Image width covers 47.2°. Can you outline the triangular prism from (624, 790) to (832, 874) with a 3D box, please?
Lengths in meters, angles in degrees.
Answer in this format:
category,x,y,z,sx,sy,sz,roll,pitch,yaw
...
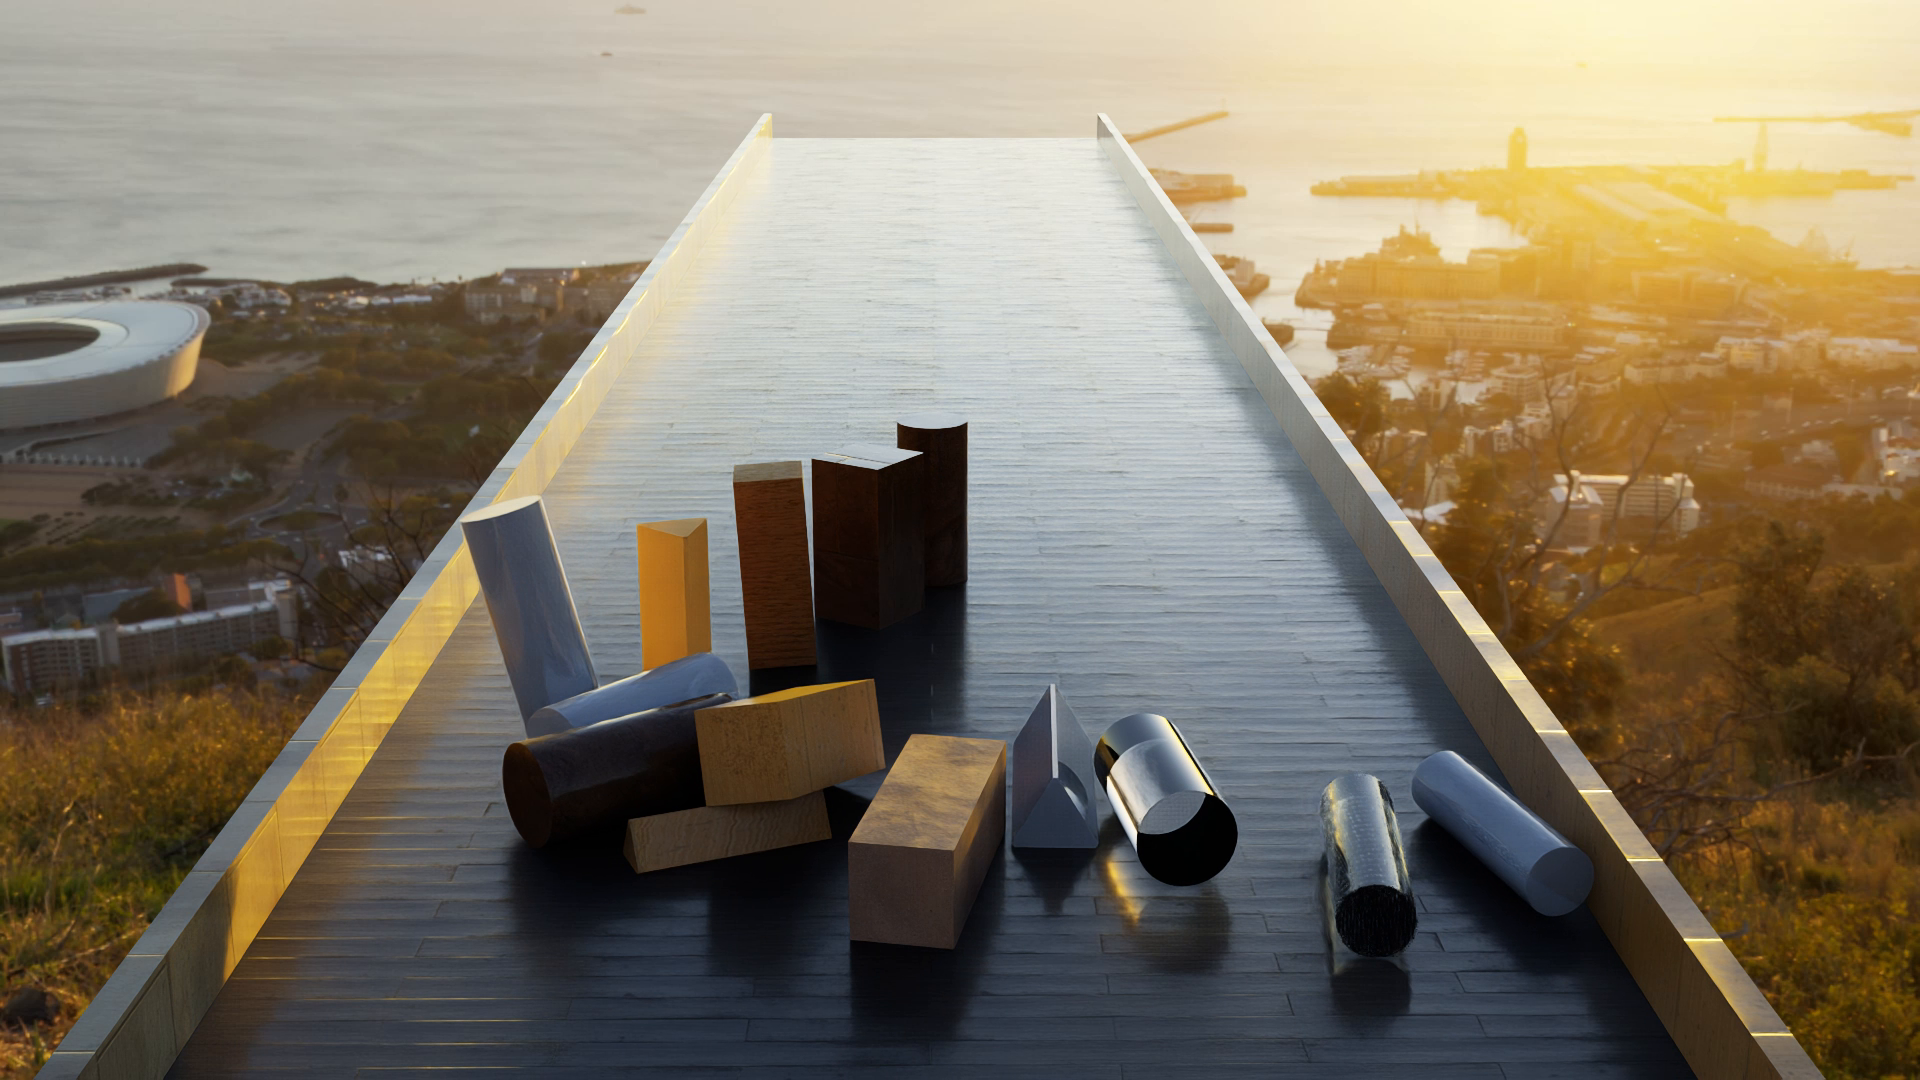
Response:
category,x,y,z,sx,sy,sz,roll,pitch,yaw
triangular prism,-0.374,0.459,3.544,0.325,0.075,0.087,-7,18,-23

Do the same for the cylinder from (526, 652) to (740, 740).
category,x,y,z,sx,sy,sz,roll,pitch,yaw
cylinder,-0.575,0.318,3.896,0.149,0.149,0.370,13,21,38

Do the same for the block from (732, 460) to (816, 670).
category,x,y,z,sx,sy,sz,roll,pitch,yaw
block,-0.367,0.049,4.375,0.134,0.385,0.134,-4,17,-3

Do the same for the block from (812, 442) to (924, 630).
category,x,y,z,sx,sy,sz,roll,pitch,yaw
block,-0.193,-0.011,4.655,0.169,0.347,0.169,11,20,32

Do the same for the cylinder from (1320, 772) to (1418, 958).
category,x,y,z,sx,sy,sz,roll,pitch,yaw
cylinder,0.622,0.491,3.372,0.116,0.116,0.417,2,17,6

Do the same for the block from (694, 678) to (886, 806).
category,x,y,z,sx,sy,sz,roll,pitch,yaw
block,-0.277,0.333,3.651,0.155,0.155,0.354,-8,-1,23

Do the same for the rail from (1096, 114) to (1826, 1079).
category,x,y,z,sx,sy,sz,roll,pitch,yaw
rail,0.932,-0.844,7.801,0.050,0.150,12.000,0,17,-1

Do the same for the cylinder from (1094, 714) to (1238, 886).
category,x,y,z,sx,sy,sz,roll,pitch,yaw
cylinder,0.328,0.414,3.551,0.161,0.161,0.330,-2,17,-8

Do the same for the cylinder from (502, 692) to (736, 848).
category,x,y,z,sx,sy,sz,roll,pitch,yaw
cylinder,-0.546,0.378,3.649,0.380,0.174,0.174,-12,21,-36

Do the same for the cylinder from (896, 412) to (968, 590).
category,x,y,z,sx,sy,sz,roll,pitch,yaw
cylinder,-0.061,-0.089,4.886,0.158,0.365,0.158,0,17,0

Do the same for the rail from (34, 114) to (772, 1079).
category,x,y,z,sx,sy,sz,roll,pitch,yaw
rail,-1.118,-0.838,7.780,0.050,0.150,12.000,0,17,-1

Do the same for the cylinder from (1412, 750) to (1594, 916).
category,x,y,z,sx,sy,sz,roll,pitch,yaw
cylinder,0.853,0.459,3.485,0.113,0.113,0.393,-4,17,-14

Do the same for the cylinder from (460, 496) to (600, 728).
category,x,y,z,sx,sy,sz,roll,pitch,yaw
cylinder,-0.757,0.149,3.928,0.147,0.432,0.147,-14,12,3

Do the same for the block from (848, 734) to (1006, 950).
category,x,y,z,sx,sy,sz,roll,pitch,yaw
block,-0.044,0.458,3.411,0.157,0.157,0.434,3,17,11

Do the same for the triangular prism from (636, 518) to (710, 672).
category,x,y,z,sx,sy,sz,roll,pitch,yaw
triangular prism,-0.515,0.138,4.147,0.132,0.351,0.114,14,21,38

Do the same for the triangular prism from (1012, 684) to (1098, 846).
category,x,y,z,sx,sy,sz,roll,pitch,yaw
triangular prism,0.160,0.375,3.743,0.138,0.119,0.432,0,17,2
